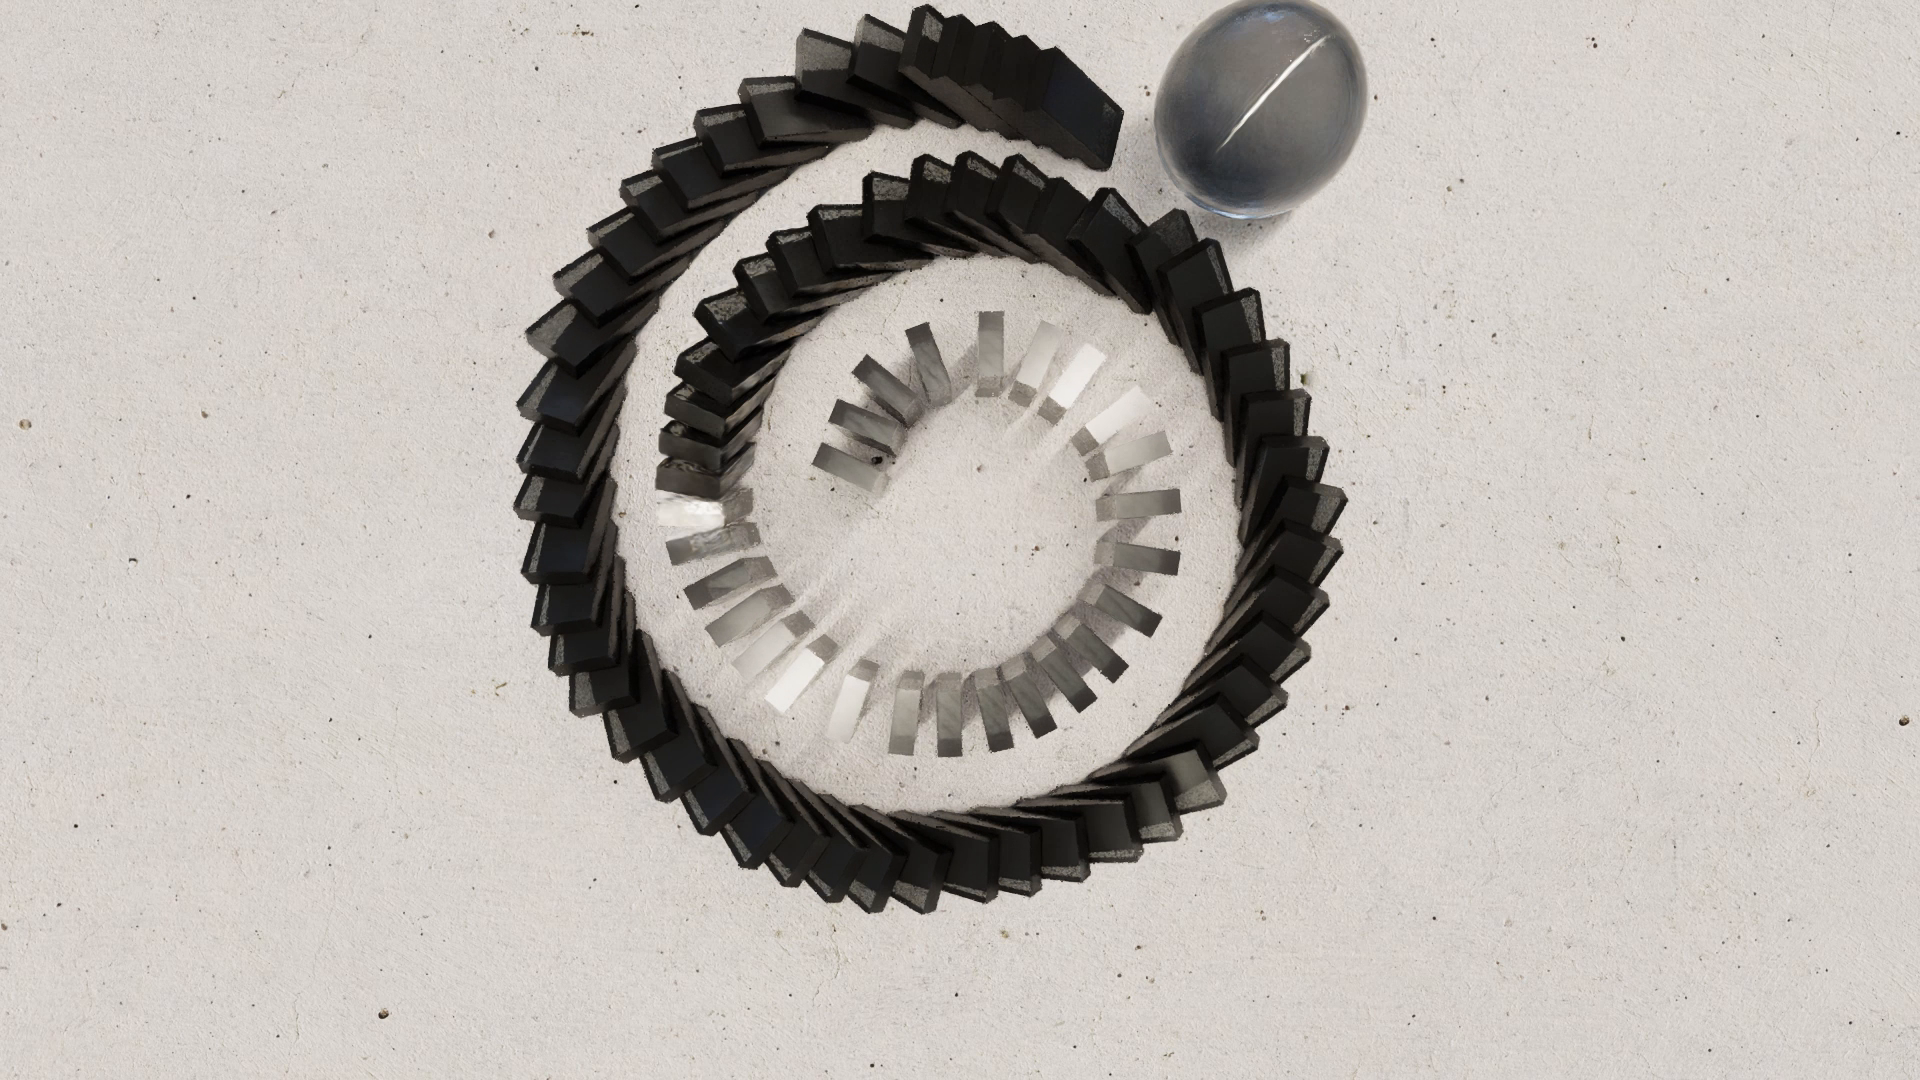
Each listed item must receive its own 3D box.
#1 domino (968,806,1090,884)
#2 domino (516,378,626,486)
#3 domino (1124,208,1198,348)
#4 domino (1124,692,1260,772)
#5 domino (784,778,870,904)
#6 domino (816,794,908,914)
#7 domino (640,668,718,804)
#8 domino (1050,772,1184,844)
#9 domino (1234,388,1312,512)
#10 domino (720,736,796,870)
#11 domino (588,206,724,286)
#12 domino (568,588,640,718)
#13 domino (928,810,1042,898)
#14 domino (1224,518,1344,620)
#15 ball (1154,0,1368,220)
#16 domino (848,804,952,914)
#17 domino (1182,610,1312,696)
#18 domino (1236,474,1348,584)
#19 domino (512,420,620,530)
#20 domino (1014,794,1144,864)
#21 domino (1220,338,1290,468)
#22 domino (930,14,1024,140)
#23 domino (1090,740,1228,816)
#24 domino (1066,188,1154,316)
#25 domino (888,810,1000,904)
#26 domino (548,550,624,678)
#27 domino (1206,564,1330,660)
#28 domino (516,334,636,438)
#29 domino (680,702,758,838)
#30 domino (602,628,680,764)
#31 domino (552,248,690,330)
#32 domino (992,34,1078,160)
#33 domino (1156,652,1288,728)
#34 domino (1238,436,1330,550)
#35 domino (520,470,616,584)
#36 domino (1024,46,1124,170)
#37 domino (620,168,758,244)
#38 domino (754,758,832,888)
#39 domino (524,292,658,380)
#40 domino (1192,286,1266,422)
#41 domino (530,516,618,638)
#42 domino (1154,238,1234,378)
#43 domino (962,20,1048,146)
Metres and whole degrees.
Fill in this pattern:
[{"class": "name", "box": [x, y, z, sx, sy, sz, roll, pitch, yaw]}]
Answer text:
[{"class": "domino", "box": [0.028, 0.127, 0.383, 0.050, 0.010, 0.025, -6, 90, 31]}, {"class": "domino", "box": [-0.162, -0.048, 0.383, 0.025, 0.009, 0.050, 12, 60, 1]}, {"class": "domino", "box": [0.091, -0.109, 0.383, 0.025, 0.010, 0.050, -35, 122, 0]}, {"class": "domino", "box": [0.096, 0.087, 0.383, 0.025, 0.010, 0.050, 49, 122, 0]}, {"class": "domino", "box": [-0.061, 0.124, 0.380, 0.050, 0.010, 0.025, 30, 92, 39]}, {"class": "domino", "box": [-0.047, 0.129, 0.381, 0.050, 0.010, 0.025, 24, 90, 39]}, {"class": "domino", "box": [-0.122, 0.081, 0.383, 0.025, 0.010, 0.050, -36, 57, 0]}, {"class": "domino", "box": [0.065, 0.114, 0.383, 0.050, 0.010, 0.025, -17, 90, 31]}, {"class": "domino", "box": [0.130, -0.037, 0.383, 0.025, 0.009, 0.050, -6, 121, 0]}, {"class": "domino", "box": [-0.091, 0.109, 0.381, 0.025, 0.010, 0.050, -49, 52, 2]}, {"class": "domino", "box": [-0.127, -0.130, 0.385, 0.025, 0.009, 0.050, 47, 63, 0]}, {"class": "domino", "box": [-0.149, 0.047, 0.383, 0.025, 0.010, 0.050, -15, 59, 0]}, {"class": "domino", "box": [0.010, 0.130, 0.383, 0.050, 0.010, 0.025, -1, 90, 33]}, {"class": "domino", "box": [0.134, 0.017, 0.381, 0.025, 0.010, 0.050, 20, 124, -4]}, {"class": "ball", "box": [0.117, -0.168, 0.360, 0.080, 0.080, 0.080, 0, 90, 0]}, {"class": "domino", "box": [-0.029, 0.132, 0.382, 0.050, 0.010, 0.025, 15, 90, 36]}, {"class": "domino", "box": [0.119, 0.054, 0.382, 0.025, 0.009, 0.050, 37, 123, 0]}, {"class": "domino", "box": [0.137, -0.001, 0.381, 0.025, 0.009, 0.050, 13, 125, -4]}, {"class": "domino", "box": [-0.164, -0.030, 0.383, 0.025, 0.009, 0.050, 10, 60, 0]}, {"class": "domino", "box": [0.049, 0.121, 0.382, 0.050, 0.009, 0.025, -13, 93, 32]}, {"class": "domino", "box": [0.124, -0.057, 0.384, 0.025, 0.009, 0.050, -12, 119, 0]}, {"class": "domino", "box": [0.011, -0.190, 0.379, 0.009, 0.050, 0.025, 14, 90, 43]}, {"class": "domino", "box": [0.082, 0.103, 0.383, 0.050, 0.010, 0.025, -26, 90, 31]}, {"class": "domino", "box": [0.069, -0.119, 0.381, 0.050, 0.010, 0.025, 34, 89, -36]}, {"class": "domino", "box": [-0.008, 0.131, 0.382, 0.050, 0.010, 0.025, 3, 92, 33]}, {"class": "domino", "box": [-0.155, 0.030, 0.382, 0.025, 0.009, 0.050, -12, 57, 2]}, {"class": "domino", "box": [0.127, 0.036, 0.382, 0.025, 0.010, 0.050, 28, 123, -2]}, {"class": "domino", "box": [-0.159, -0.069, 0.383, 0.025, 0.010, 0.050, 19, 60, 2]}, {"class": "domino", "box": [-0.107, 0.095, 0.382, 0.025, 0.010, 0.050, -43, 56, 0]}, {"class": "domino", "box": [-0.137, 0.065, 0.383, 0.025, 0.010, 0.050, -28, 59, 0]}, {"class": "domino", "box": [-0.141, -0.113, 0.384, 0.025, 0.009, 0.050, 43, 63, 0]}, {"class": "domino", "box": [0.036, -0.182, 0.379, 0.009, 0.050, 0.025, 14, 90, 43]}, {"class": "domino", "box": [0.109, 0.072, 0.383, 0.025, 0.010, 0.050, 43, 122, 0]}, {"class": "domino", "box": [0.134, -0.019, 0.381, 0.025, 0.010, 0.050, 0, 126, -2]}, {"class": "domino", "box": [-0.162, -0.006, 0.382, 0.025, 0.009, 0.050, -1, 57, 3]}, {"class": "domino", "box": [0.048, -0.177, 0.379, 0.010, 0.050, 0.025, 14, 90, 43]}, {"class": "domino", "box": [-0.113, -0.145, 0.383, 0.050, 0.010, 0.025, -37, 90, -31]}, {"class": "domino", "box": [-0.076, 0.117, 0.381, 0.050, 0.010, 0.025, 36, 91, 38]}, {"class": "domino", "box": [-0.153, -0.093, 0.384, 0.025, 0.009, 0.050, 36, 62, 0]}, {"class": "domino", "box": [0.115, -0.077, 0.383, 0.025, 0.010, 0.050, -20, 121, 0]}, {"class": "domino", "box": [-0.160, 0.014, 0.381, 0.025, 0.010, 0.050, -8, 57, 5]}, {"class": "domino", "box": [0.102, -0.096, 0.382, 0.025, 0.010, 0.050, -31, 121, -2]}, {"class": "domino", "box": [0.024, -0.187, 0.379, 0.010, 0.050, 0.025, 14, 90, 43]}]
